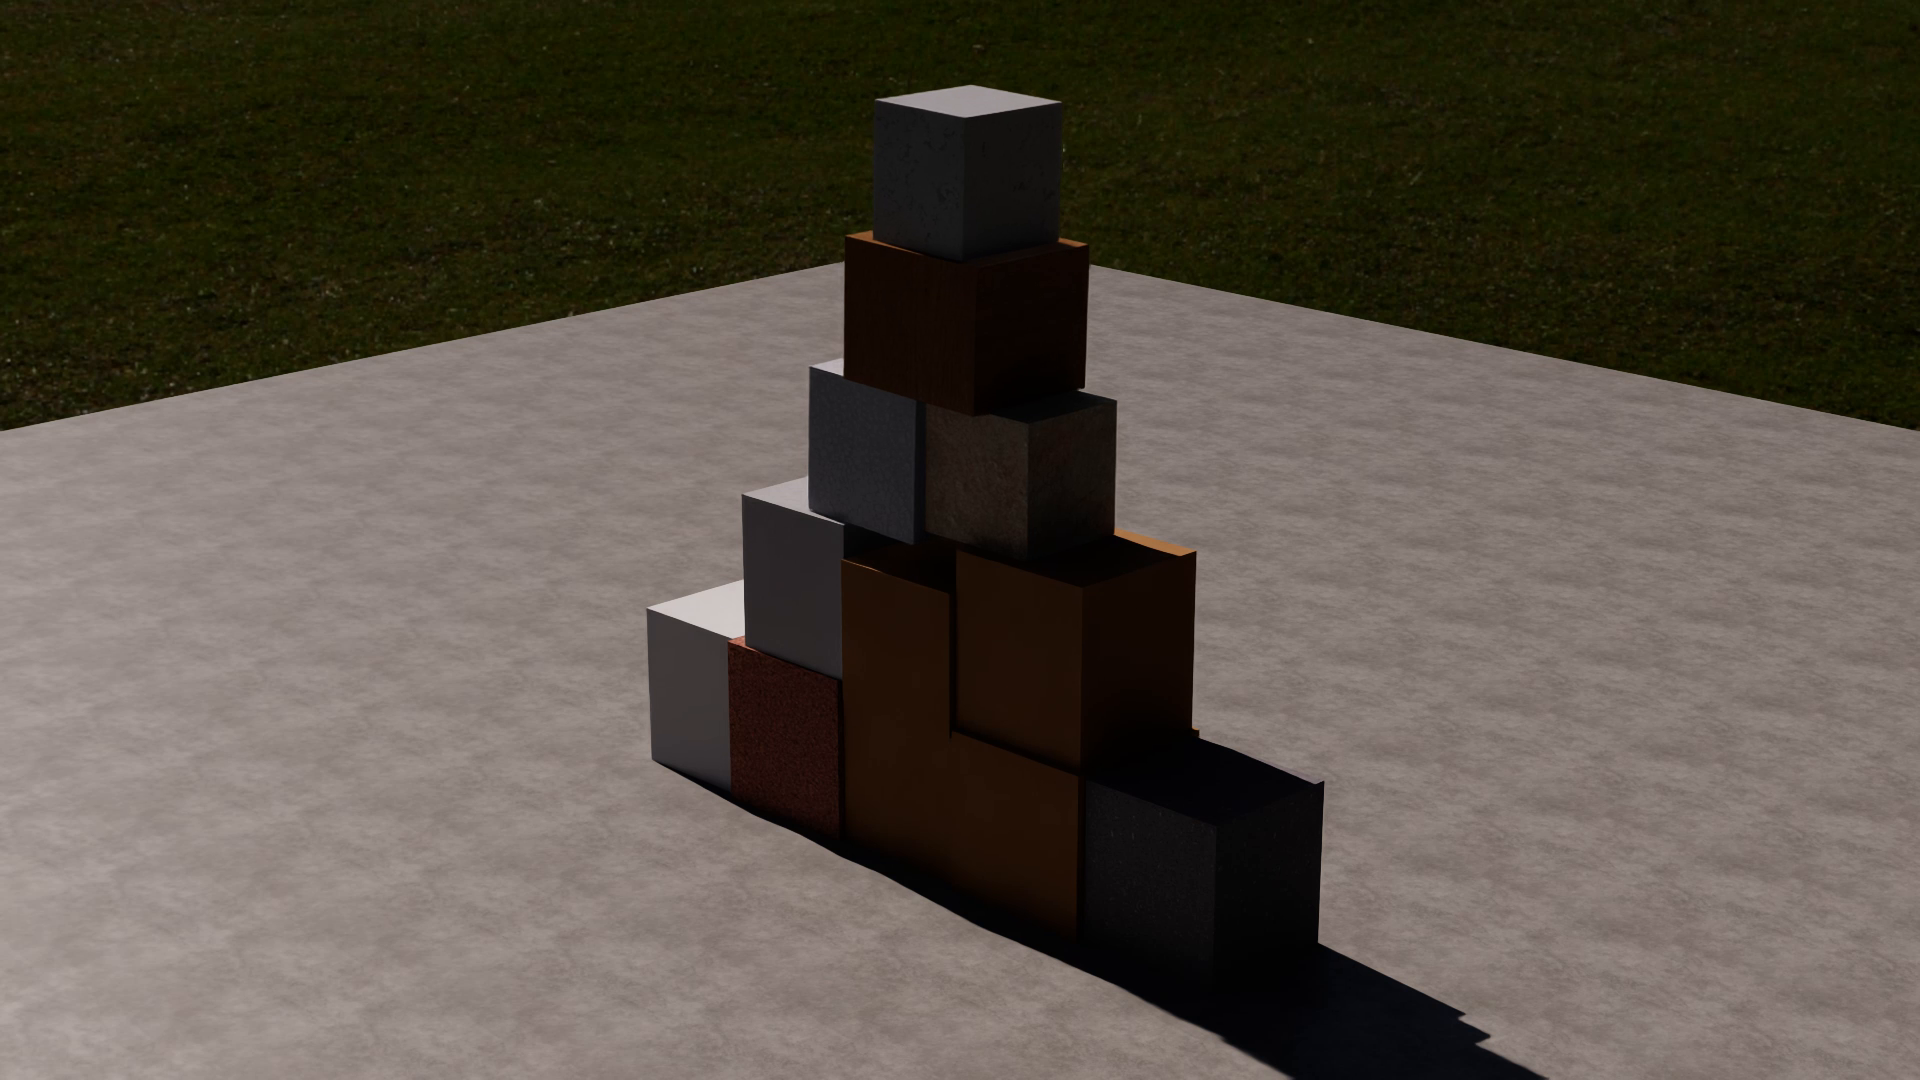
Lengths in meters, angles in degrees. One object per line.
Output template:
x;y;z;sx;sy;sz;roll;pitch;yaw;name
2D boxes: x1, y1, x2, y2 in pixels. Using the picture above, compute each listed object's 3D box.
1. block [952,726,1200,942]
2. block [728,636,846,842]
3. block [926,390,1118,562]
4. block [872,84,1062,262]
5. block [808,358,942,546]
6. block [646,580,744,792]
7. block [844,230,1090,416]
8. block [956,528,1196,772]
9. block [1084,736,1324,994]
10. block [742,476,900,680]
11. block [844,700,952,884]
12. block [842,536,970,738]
0.516;1.217;13.170;0.766;0.780;0.796;17;24;42;block
-0.563;0.871;14.224;0.796;0.810;0.776;-17;24;-42;block
0.268;-0.326;12.978;0.562;0.618;0.627;-17;24;-42;block
0.031;-1.609;12.789;0.557;0.617;0.597;19;25;42;block
-0.206;-0.456;13.437;0.678;0.683;0.696;-17;26;-42;block
-1.095;0.723;14.695;0.657;0.809;0.655;-17;24;-42;block
0.023;-1.010;13.000;0.820;0.653;0.706;19;25;42;block
0.509;0.440;12.958;0.752;0.830;0.734;17;24;42;block
1.049;1.388;12.659;0.712;0.760;0.731;-17;24;-42;block
-0.534;0.145;13.918;0.696;0.757;0.704;-17;24;-42;block
-0.021;1.076;13.706;0.714;0.729;0.755;-17;24;-42;block
-0.030;0.409;13.474;0.749;0.682;0.699;-17;24;-42;block
